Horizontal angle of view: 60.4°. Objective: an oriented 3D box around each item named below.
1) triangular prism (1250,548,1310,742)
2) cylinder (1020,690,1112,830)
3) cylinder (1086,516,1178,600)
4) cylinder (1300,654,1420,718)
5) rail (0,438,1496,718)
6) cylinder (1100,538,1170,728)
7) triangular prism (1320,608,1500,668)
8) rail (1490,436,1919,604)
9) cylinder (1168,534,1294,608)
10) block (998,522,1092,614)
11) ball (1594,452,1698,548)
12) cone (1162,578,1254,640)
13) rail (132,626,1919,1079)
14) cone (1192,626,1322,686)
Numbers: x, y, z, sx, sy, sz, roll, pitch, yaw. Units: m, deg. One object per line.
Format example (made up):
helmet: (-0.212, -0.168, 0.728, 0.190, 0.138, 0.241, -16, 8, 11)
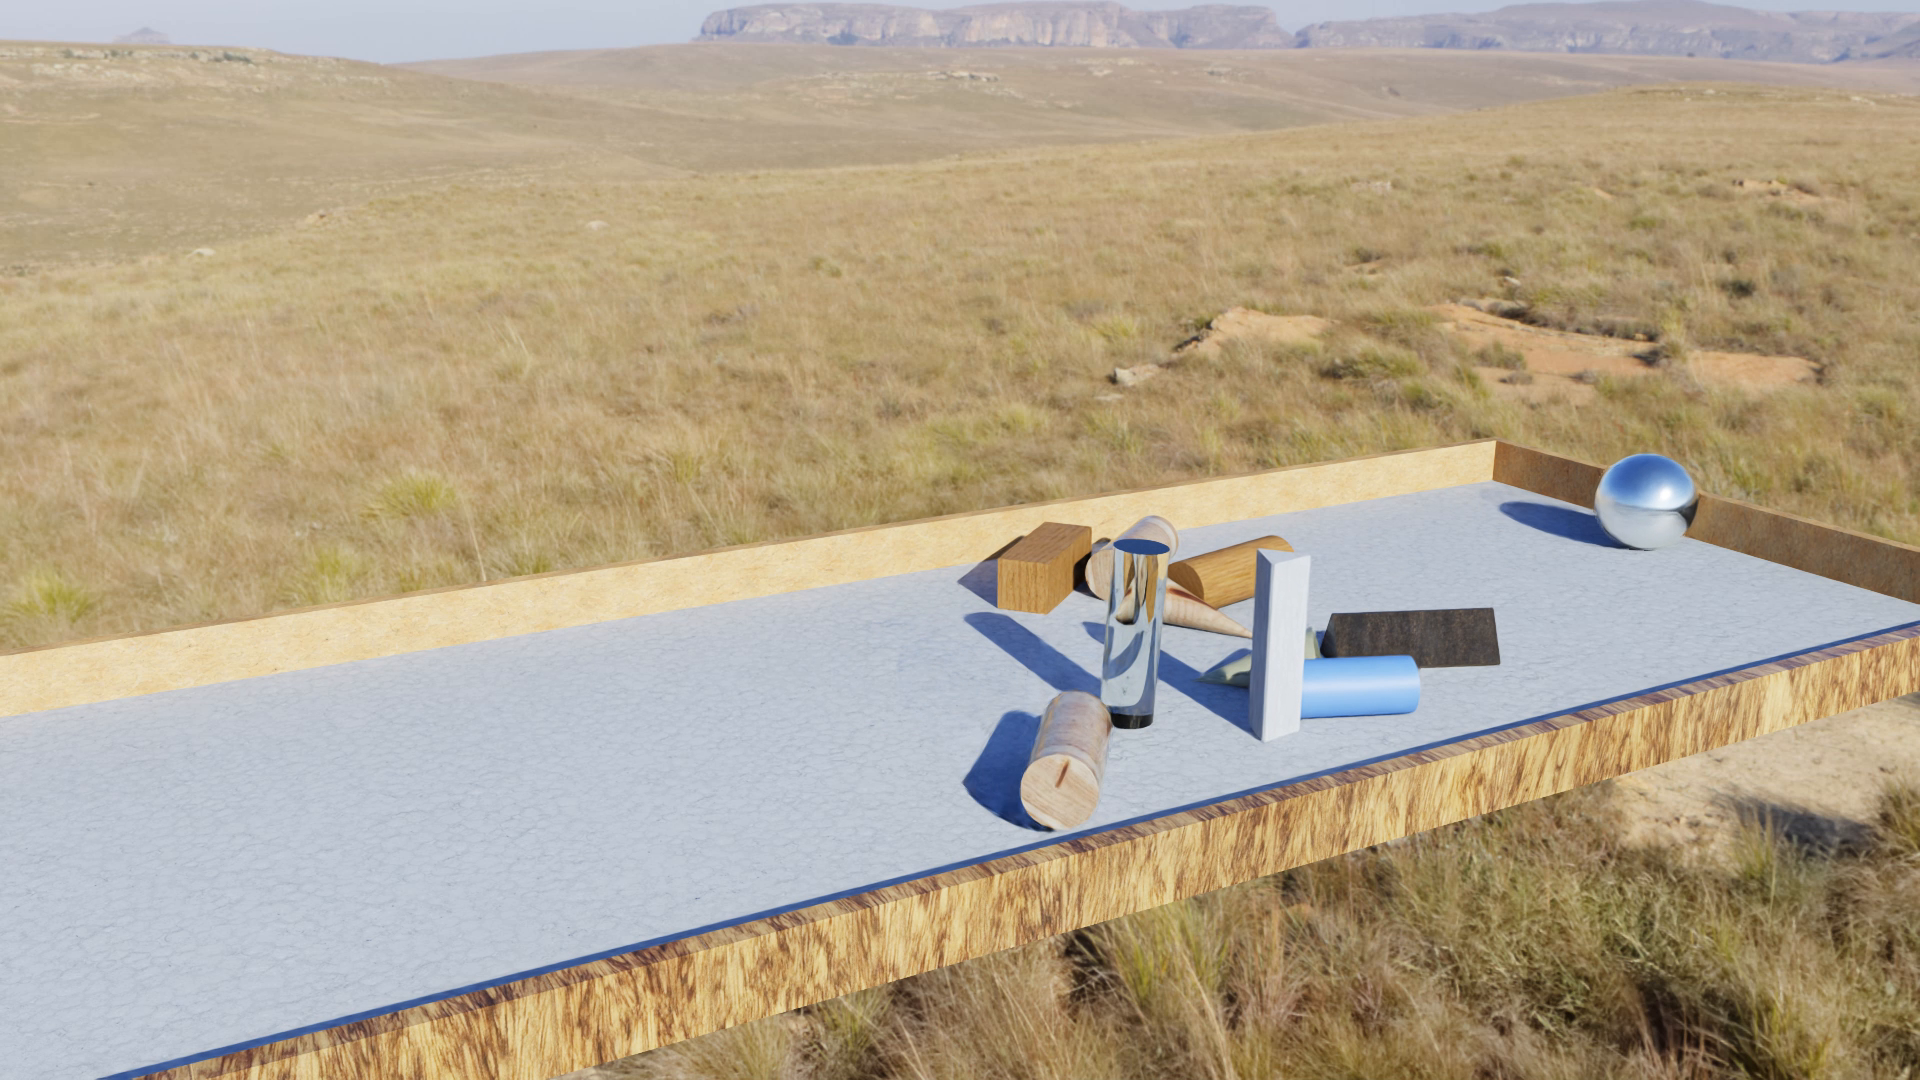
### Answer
triangular prism: (0.712, 0.237, 3.791, 0.120, 0.427, 0.104, -11, 20, -34)
cylinder: (0.229, 0.454, 3.471, 0.157, 0.157, 0.434, 2, 12, 8)
cylinder: (0.516, 0.051, 4.905, 0.156, 0.156, 0.403, 7, 18, 23)
cylinder: (0.915, 0.349, 3.922, 0.316, 0.140, 0.140, -2, 16, -6)
rail: (-3.305, 0.497, 3.399, 12.000, 0.150, 0.050, -9, 18, -27)
cylinder: (0.405, 0.218, 3.849, 0.130, 0.423, 0.130, 3, 16, -1)
triangular prism: (1.171, 0.244, 4.281, 0.430, 0.129, 0.149, -2, 16, -6)
rail: (2.466, -0.048, 5.253, 0.050, 0.150, 2.100, -9, 18, -27)
cylinder: (0.774, 0.101, 4.729, 0.409, 0.160, 0.160, -14, 21, -39)
block: (0.252, 0.077, 4.827, 0.149, 0.149, 0.413, 6, 18, 21)
ball: (2.178, -0.124, 5.237, 0.305, 0.305, 0.305, 0, 16, 0)
cone: (0.681, 0.215, 4.504, 0.348, 0.136, 0.136, 22, 25, 27)
rail: (-2.336, 1.006, 1.665, 12.000, 0.150, 0.050, -9, 18, -27)
cone: (0.731, 0.325, 4.103, 0.322, 0.170, 0.170, -11, 13, 15)
